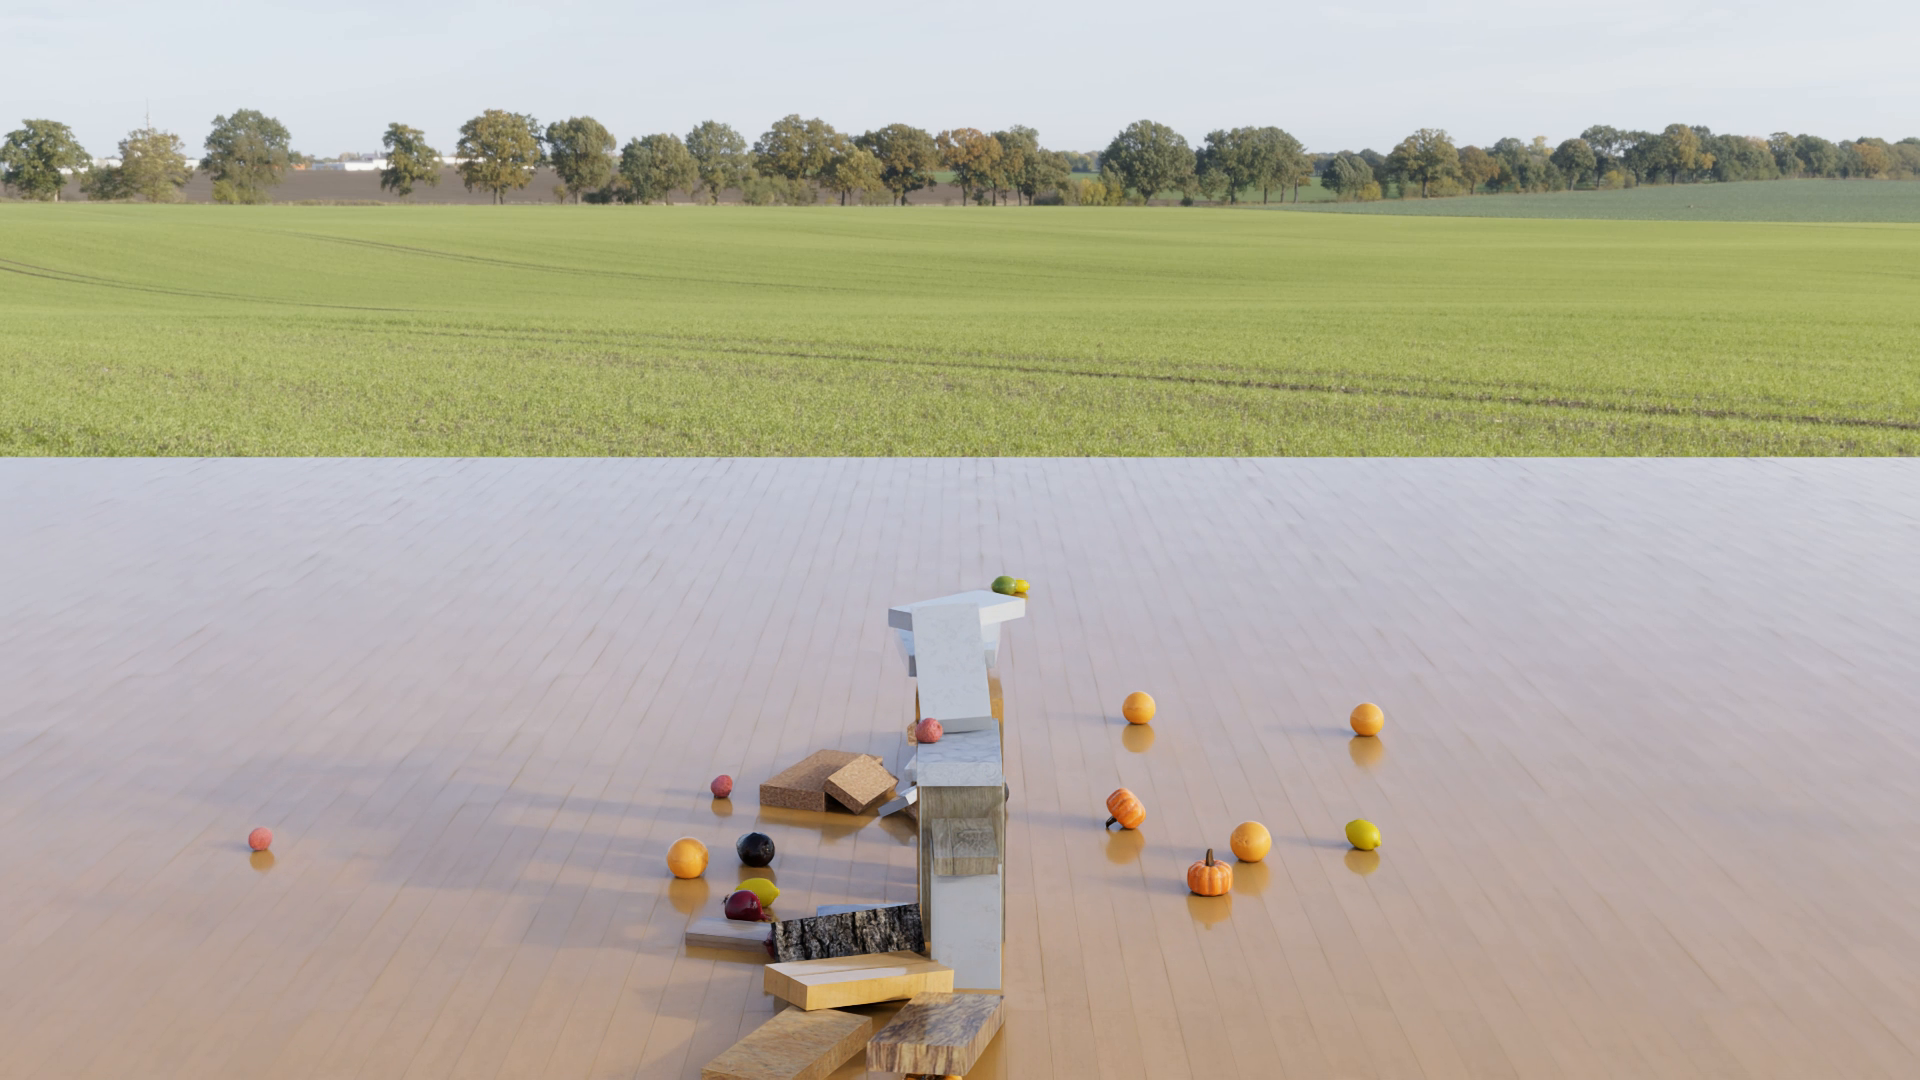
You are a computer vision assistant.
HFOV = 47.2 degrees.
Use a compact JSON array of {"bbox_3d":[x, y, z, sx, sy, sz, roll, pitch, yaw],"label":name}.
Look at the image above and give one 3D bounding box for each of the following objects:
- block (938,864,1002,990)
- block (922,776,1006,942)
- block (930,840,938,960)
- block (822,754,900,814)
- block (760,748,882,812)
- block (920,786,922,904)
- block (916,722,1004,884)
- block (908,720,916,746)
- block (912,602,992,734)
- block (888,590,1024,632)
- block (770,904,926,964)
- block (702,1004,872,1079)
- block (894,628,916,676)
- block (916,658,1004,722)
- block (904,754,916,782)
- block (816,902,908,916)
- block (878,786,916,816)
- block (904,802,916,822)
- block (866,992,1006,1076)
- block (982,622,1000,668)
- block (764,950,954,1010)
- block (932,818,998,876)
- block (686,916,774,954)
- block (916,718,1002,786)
[{"bbox_3d":[0.015,0.572,3.257,0.093,0.185,0.026,1,11,3],"label":"block"},{"bbox_3d":[0.006,0.499,3.442,0.131,0.261,0.037,0,11,1],"label":"block"},{"bbox_3d":[0.002,0.551,3.371,0.093,0.185,0.026,0,10,0],"label":"block"},{"bbox_3d":[-0.188,0.463,4.174,0.087,0.025,0.174,35,20,12],"label":"block"},{"bbox_3d":[-0.266,0.463,4.250,0.133,0.038,0.266,4,11,22],"label":"block"},{"bbox_3d":[-0.001,0.468,3.614,0.131,0.261,0.037,0,11,0],"label":"block"},{"bbox_3d":[0.000,0.436,3.704,0.145,0.290,0.041,0,11,0],"label":"block"},{"bbox_3d":[-0.028,0.389,4.476,0.133,0.038,0.266,0,-1,4],"label":"block"},{"bbox_3d":[-0.015,0.209,3.615,0.113,0.032,0.260,-4,43,-2],"label":"block"},{"bbox_3d":[-0.005,0.128,3.876,0.113,0.032,0.227,10,14,44],"label":"block"},{"bbox_3d":[-0.170,0.608,3.366,0.233,0.073,0.021,-4,-13,-21],"label":"block"},{"bbox_3d":[-0.232,0.699,2.988,0.124,0.035,0.247,5,12,25],"label":"block"},{"bbox_3d":[-0.038,0.191,3.903,0.133,0.038,0.266,-1,10,-7],"label":"block"},{"bbox_3d":[-0.001,0.255,3.772,0.145,0.041,0.290,0,10,0],"label":"block"},{"bbox_3d":[-0.048,0.435,4.301,0.087,0.025,0.174,0,11,11],"label":"block"},{"bbox_3d":[-0.155,0.606,3.525,0.147,0.021,0.073,-1,11,-5],"label":"block"},{"bbox_3d":[-0.098,0.482,4.121,0.065,0.018,0.130,-27,-1,25],"label":"block"},{"bbox_3d":[-0.052,0.500,4.038,0.065,0.018,0.130,-26,17,-13],"label":"block"},{"bbox_3d":[-0.025,0.653,2.928,0.124,0.035,0.459,1,-4,7],"label":"block"},{"bbox_3d":[0.009,0.178,3.781,0.113,0.032,0.227,1,10,3],"label":"block"},{"bbox_3d":[-0.147,0.639,3.202,0.247,0.035,0.124,1,4,-34],"label":"block"},{"bbox_3d":[0.005,0.458,3.293,0.093,0.026,0.185,0,11,-2],"label":"block"},{"bbox_3d":[-0.348,0.620,3.450,0.147,0.021,0.073,3,11,15],"label":"block"},{"bbox_3d":[-0.002,0.336,3.504,0.130,0.037,0.261,0,10,0],"label":"block"}]
